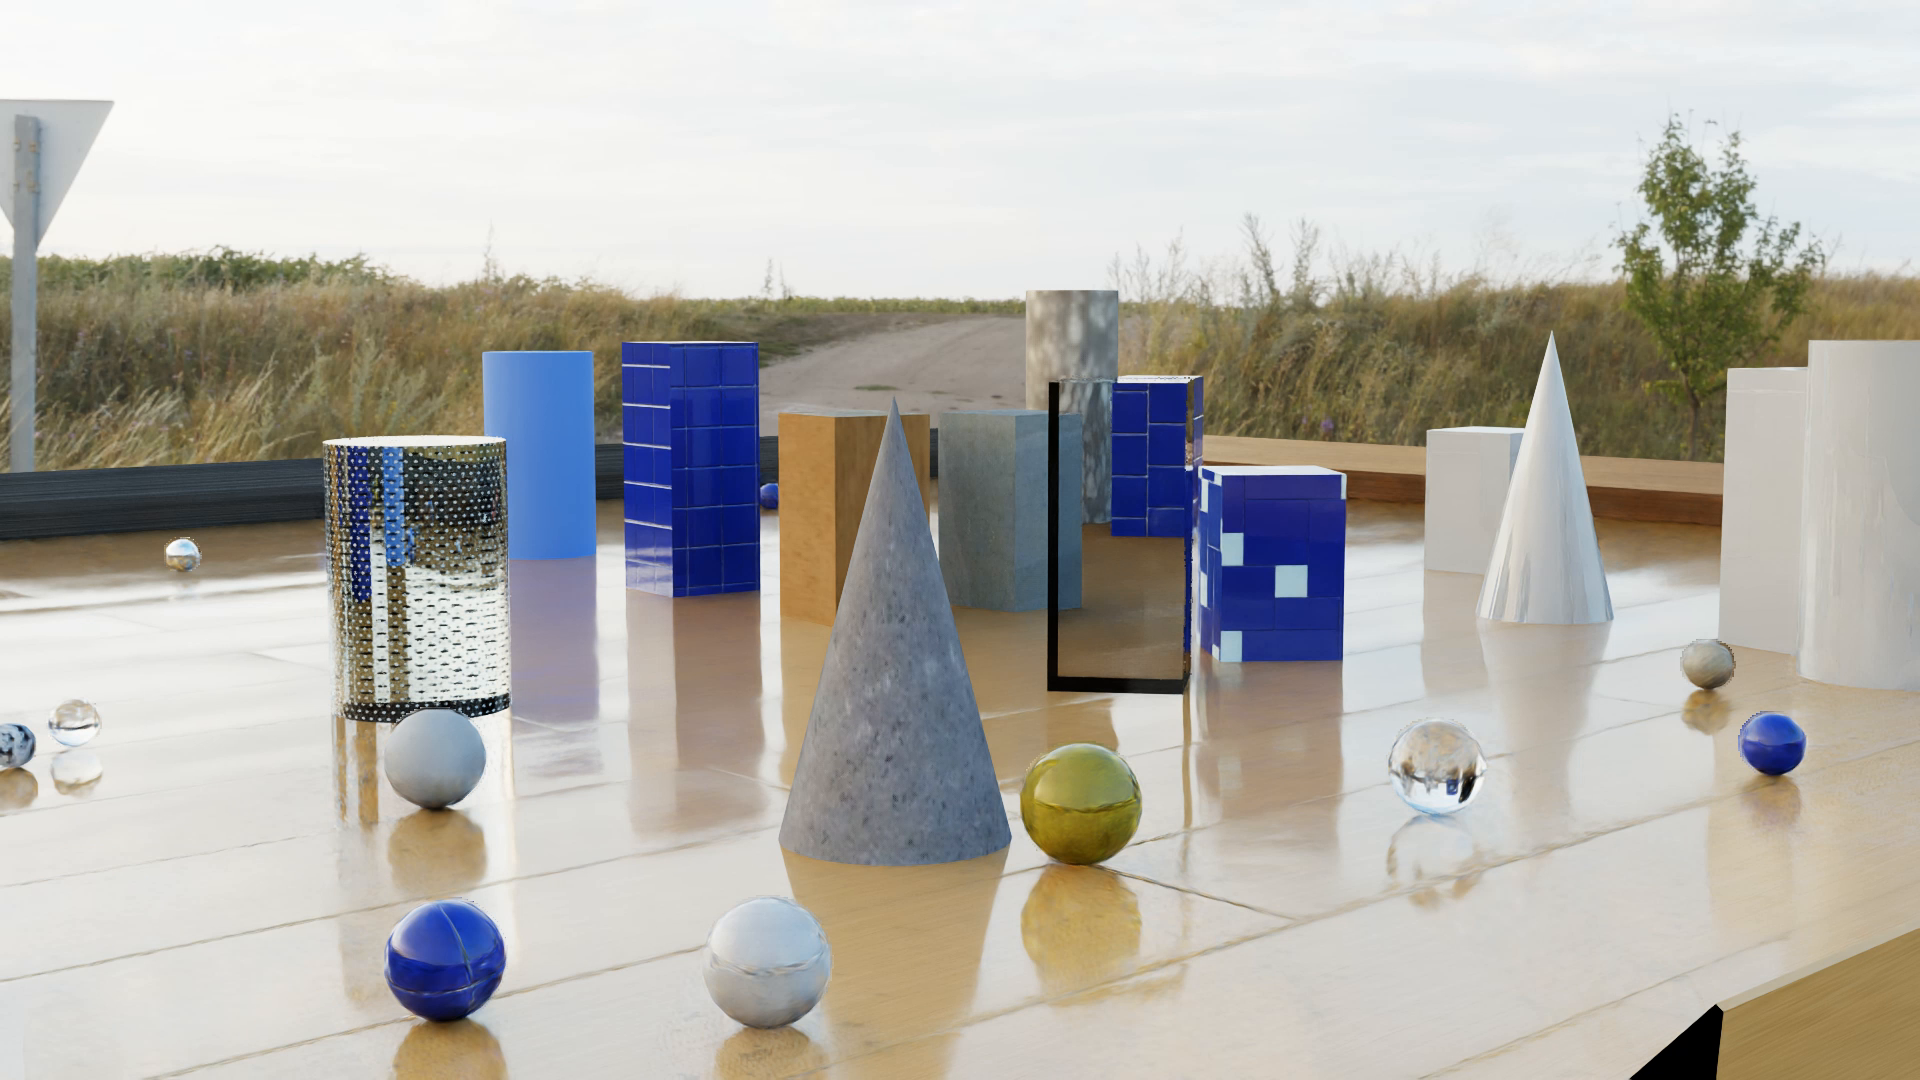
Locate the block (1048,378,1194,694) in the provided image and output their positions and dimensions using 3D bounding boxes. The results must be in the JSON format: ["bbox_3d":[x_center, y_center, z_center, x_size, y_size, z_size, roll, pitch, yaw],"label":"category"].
[{"bbox_3d":[0.193,-0.009,2.629,0.159,0.362,0.159,1,6,9],"label":"block"}]

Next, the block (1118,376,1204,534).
[{"bbox_3d":[0.403,-0.175,4.457,0.159,0.312,0.159,1,6,13],"label":"block"}]

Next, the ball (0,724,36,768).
[{"bbox_3d":[-0.926,0.201,2.148,0.044,0.044,0.044,0,6,0],"label":"ball"}]

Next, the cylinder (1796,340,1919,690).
[{"bbox_3d":[1.126,-0.036,2.664,0.198,0.409,0.198,0,6,0],"label":"cylinder"}]

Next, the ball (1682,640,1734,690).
[{"bbox_3d":[0.883,0.147,2.596,0.057,0.057,0.057,0,6,0],"label":"ball"}]

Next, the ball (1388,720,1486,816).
[{"bbox_3d":[0.422,0.201,1.945,0.085,0.085,0.085,0,6,0],"label":"ball"}]

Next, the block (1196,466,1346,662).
[{"bbox_3d":[0.404,0.028,2.870,0.159,0.238,0.159,-1,6,-5],"label":"block"}]

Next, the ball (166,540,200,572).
[{"bbox_3d":[-1.331,0.027,3.763,0.055,0.055,0.055,0,6,0],"label":"ball"}]

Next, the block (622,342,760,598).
[{"bbox_3d":[-0.430,-0.118,3.515,0.159,0.395,0.159,-4,7,-36],"label":"block"}]

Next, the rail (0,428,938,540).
[{"bbox_3d":[-1.309,-0.114,4.743,3.988,0.129,0.045,-5,8,-42],"label":"rail"}]

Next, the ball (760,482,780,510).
[{"bbox_3d":[-0.421,-0.097,4.919,0.061,0.061,0.061,0,6,0],"label":"ball"}]

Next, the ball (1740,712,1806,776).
[{"bbox_3d":[0.783,0.196,2.116,0.060,0.060,0.060,0,6,0],"label":"ball"}]

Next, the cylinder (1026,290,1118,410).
[{"bbox_3d":[0.240,-0.291,4.729,0.198,0.487,0.198,0,6,0],"label":"cylinder"}]

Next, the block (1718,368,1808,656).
[{"bbox_3d":[1.129,-0.042,2.913,0.159,0.368,0.159,-3,7,-28],"label":"block"}]

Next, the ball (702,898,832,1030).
[{"bbox_3d":[-0.120,0.264,1.371,0.081,0.081,0.081,0,6,0],"label":"ball"}]

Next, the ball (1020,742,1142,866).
[{"bbox_3d":[0.098,0.213,1.771,0.098,0.098,0.098,0,6,0],"label":"ball"}]

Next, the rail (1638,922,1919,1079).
[{"bbox_3d":[1.309,0.181,1.921,3.988,0.129,0.045,-5,8,-42],"label":"rail"}]

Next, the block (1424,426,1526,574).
[{"bbox_3d":[0.915,-0.070,3.796,0.159,0.240,0.159,5,8,42],"label":"block"}]

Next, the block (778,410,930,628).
[{"bbox_3d":[-0.154,-0.035,3.191,0.159,0.297,0.159,-4,7,-34],"label":"block"}]

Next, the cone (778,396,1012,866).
[{"bbox_3d":[-0.055,0.065,1.849,0.198,0.376,0.198,0,6,0],"label":"cone"}]

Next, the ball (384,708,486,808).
[{"bbox_3d":[-0.471,0.196,1.974,0.089,0.089,0.089,0,6,0],"label":"ball"}]

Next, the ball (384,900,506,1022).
[{"bbox_3d":[-0.324,0.264,1.385,0.075,0.075,0.075,0,6,0],"label":"ball"}]

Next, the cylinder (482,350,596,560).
[{"bbox_3d":[-0.769,-0.159,4.027,0.198,0.370,0.198,0,6,0],"label":"cylinder"}]

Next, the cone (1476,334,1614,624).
[{"bbox_3d":[0.858,-0.097,3.210,0.198,0.417,0.198,0,6,0],"label":"cone"}]

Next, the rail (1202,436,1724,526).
[{"bbox_3d":[1.448,-0.105,4.661,0.045,0.129,3.908,-5,8,-42],"label":"rail"}]

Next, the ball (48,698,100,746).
[{"bbox_3d":[-0.907,0.187,2.253,0.050,0.050,0.050,0,6,0],"label":"ball"}]

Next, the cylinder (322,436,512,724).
[{"bbox_3d":[-0.607,0.039,2.465,0.198,0.300,0.198,0,6,0],"label":"cylinder"}]

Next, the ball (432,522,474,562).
[{"bbox_3d":[-0.900,0.003,3.907,0.072,0.072,0.072,0,6,0],"label":"ball"}]

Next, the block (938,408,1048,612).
[{"bbox_3d":[0.079,-0.049,3.349,0.159,0.291,0.159,6,8,44],"label":"block"}]
